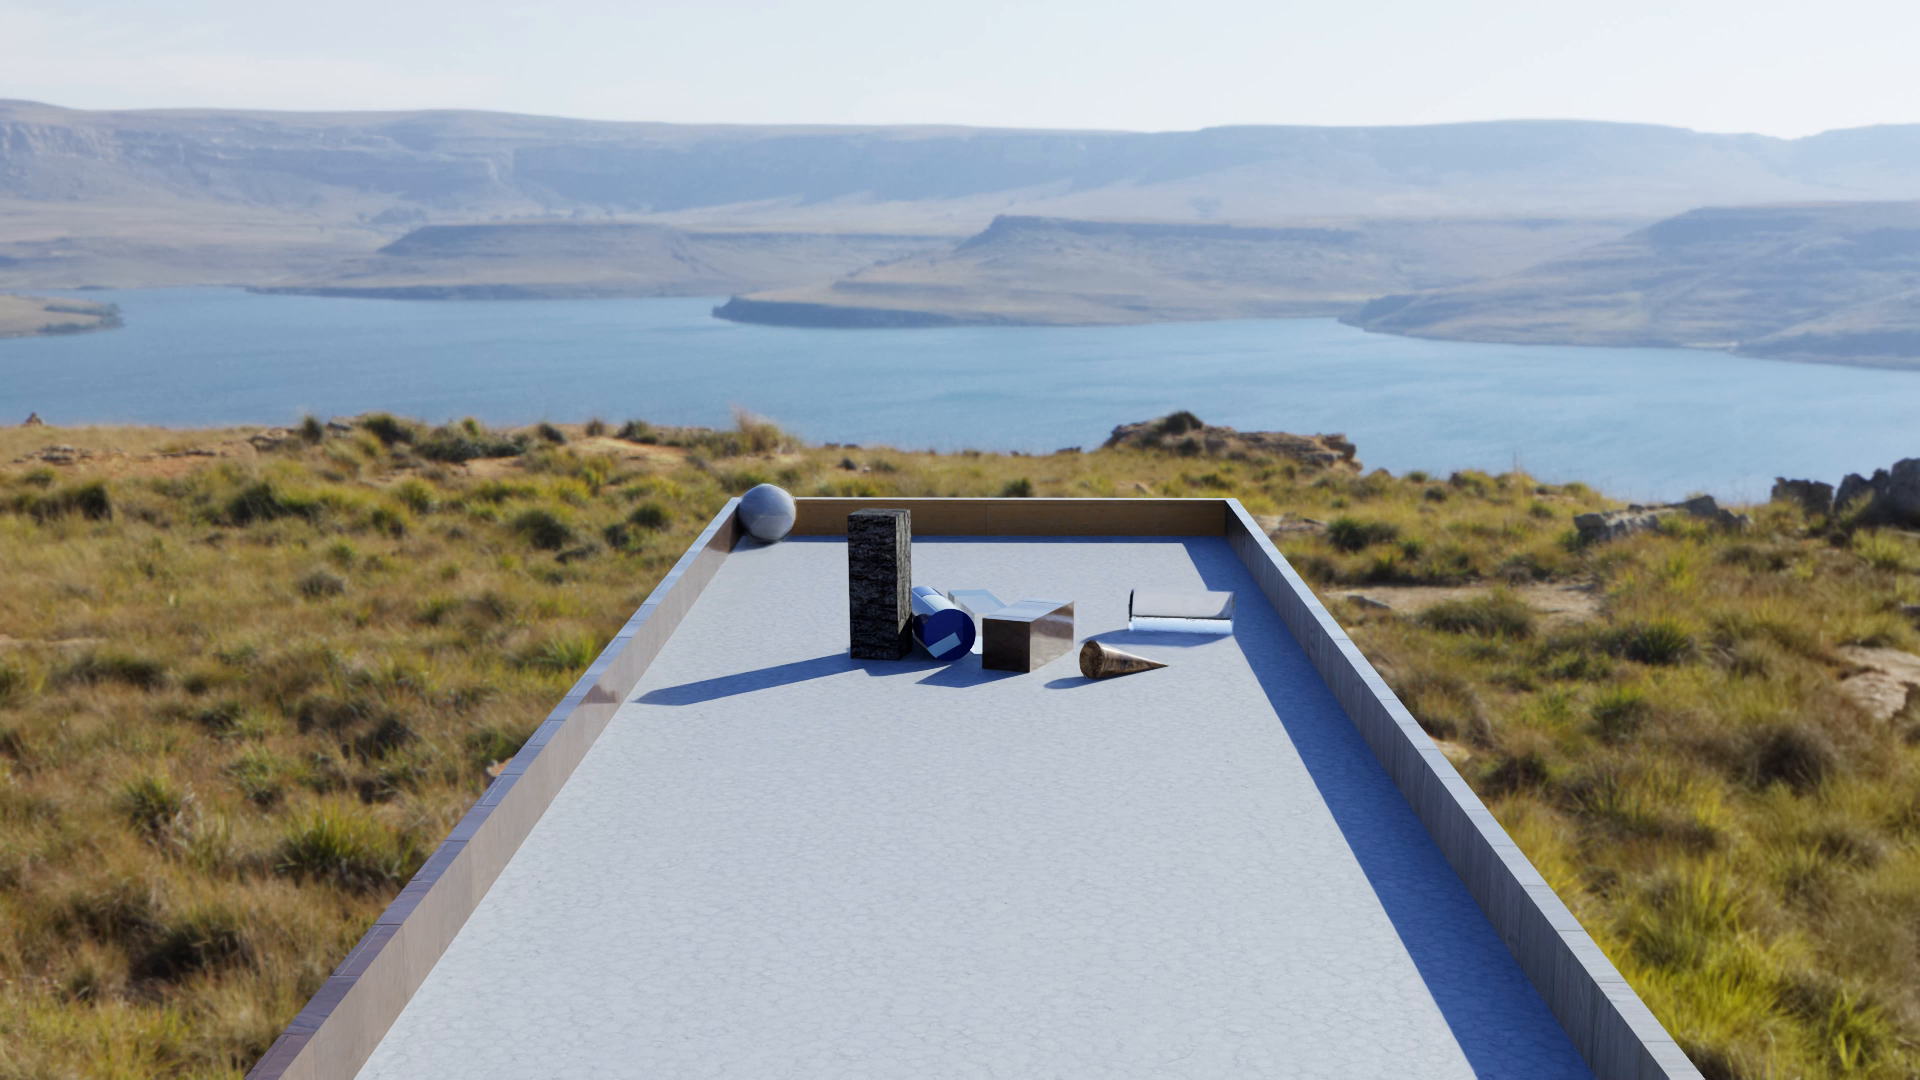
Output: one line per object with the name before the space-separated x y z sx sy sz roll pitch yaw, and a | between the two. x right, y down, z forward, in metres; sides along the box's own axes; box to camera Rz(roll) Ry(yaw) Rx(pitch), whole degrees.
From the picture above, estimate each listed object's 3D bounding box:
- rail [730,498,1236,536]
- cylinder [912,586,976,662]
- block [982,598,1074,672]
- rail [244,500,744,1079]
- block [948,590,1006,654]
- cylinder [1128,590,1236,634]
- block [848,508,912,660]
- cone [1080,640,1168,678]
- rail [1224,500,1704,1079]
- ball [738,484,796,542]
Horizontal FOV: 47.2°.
rail | 0.099 -0.098 9.147 2.100 0.150 0.050 0 9 1
cylinder | -0.076 0.258 6.866 0.162 0.162 0.399 -2 9 -13
block | 0.210 0.287 6.707 0.154 0.154 0.369 4 10 23
rail | -1.004 0.839 3.234 0.050 0.150 12.000 0 9 1
block | 0.064 0.256 6.990 0.126 0.126 0.403 -2 9 -12
cylinder | 0.720 0.232 7.119 0.330 0.134 0.134 2 9 12
block | -0.244 0.134 6.743 0.154 0.443 0.154 1 9 15
cone | 0.509 0.365 6.533 0.305 0.111 0.111 6 4 -34
rail | 1.046 0.843 3.208 0.050 0.150 12.000 0 9 1
ball | -0.786 -0.109 8.945 0.236 0.236 0.236 0 9 0
